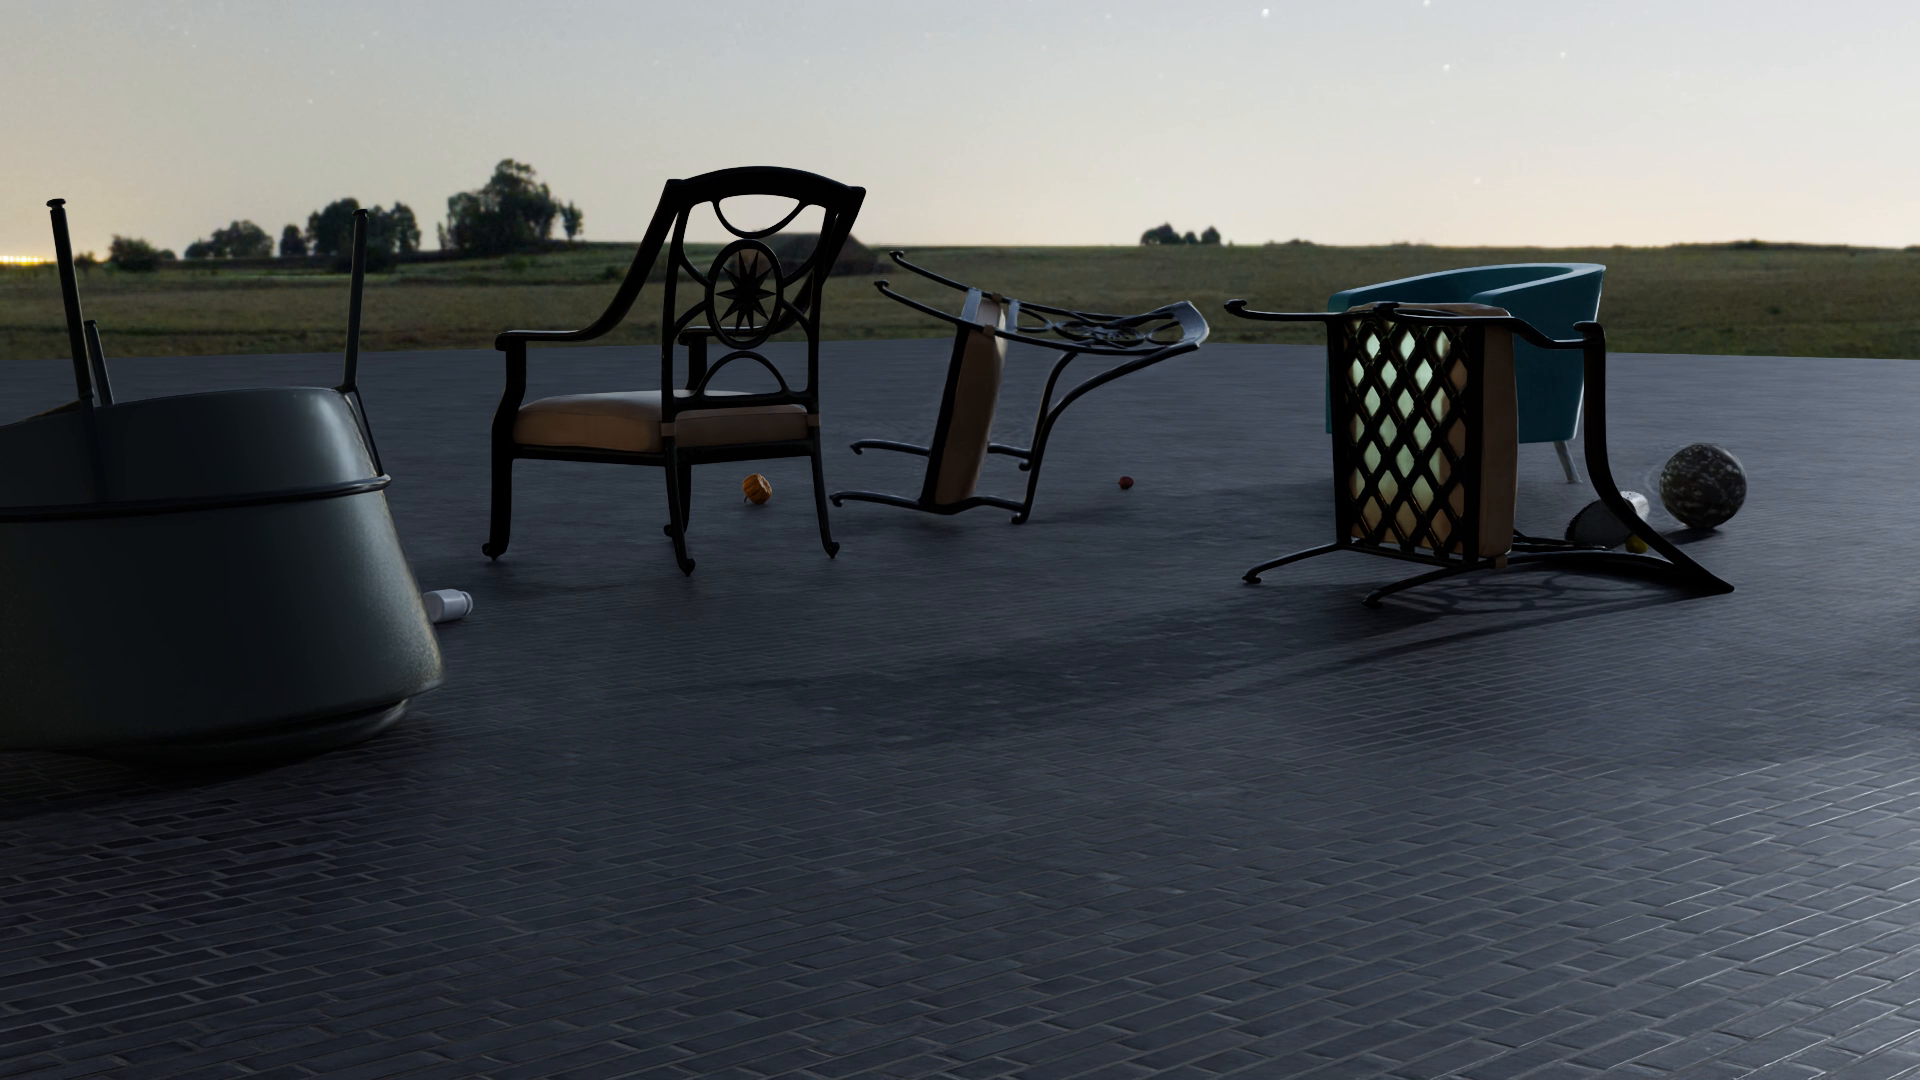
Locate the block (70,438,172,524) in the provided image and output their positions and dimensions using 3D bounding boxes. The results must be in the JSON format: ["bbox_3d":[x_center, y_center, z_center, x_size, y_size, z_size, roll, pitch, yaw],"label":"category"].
[{"bbox_3d":[-2.255,-0.161,6.894,0.239,0.221,0.101,2,6,20],"label":"block"}]

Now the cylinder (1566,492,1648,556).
[{"bbox_3d":[1.536,-0.039,6.085,0.184,0.116,0.166,-38,-10,23],"label":"cylinder"}]

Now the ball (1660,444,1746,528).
[{"bbox_3d":[1.941,-0.140,6.702,0.219,0.219,0.219,0,6,0],"label":"ball"}]
